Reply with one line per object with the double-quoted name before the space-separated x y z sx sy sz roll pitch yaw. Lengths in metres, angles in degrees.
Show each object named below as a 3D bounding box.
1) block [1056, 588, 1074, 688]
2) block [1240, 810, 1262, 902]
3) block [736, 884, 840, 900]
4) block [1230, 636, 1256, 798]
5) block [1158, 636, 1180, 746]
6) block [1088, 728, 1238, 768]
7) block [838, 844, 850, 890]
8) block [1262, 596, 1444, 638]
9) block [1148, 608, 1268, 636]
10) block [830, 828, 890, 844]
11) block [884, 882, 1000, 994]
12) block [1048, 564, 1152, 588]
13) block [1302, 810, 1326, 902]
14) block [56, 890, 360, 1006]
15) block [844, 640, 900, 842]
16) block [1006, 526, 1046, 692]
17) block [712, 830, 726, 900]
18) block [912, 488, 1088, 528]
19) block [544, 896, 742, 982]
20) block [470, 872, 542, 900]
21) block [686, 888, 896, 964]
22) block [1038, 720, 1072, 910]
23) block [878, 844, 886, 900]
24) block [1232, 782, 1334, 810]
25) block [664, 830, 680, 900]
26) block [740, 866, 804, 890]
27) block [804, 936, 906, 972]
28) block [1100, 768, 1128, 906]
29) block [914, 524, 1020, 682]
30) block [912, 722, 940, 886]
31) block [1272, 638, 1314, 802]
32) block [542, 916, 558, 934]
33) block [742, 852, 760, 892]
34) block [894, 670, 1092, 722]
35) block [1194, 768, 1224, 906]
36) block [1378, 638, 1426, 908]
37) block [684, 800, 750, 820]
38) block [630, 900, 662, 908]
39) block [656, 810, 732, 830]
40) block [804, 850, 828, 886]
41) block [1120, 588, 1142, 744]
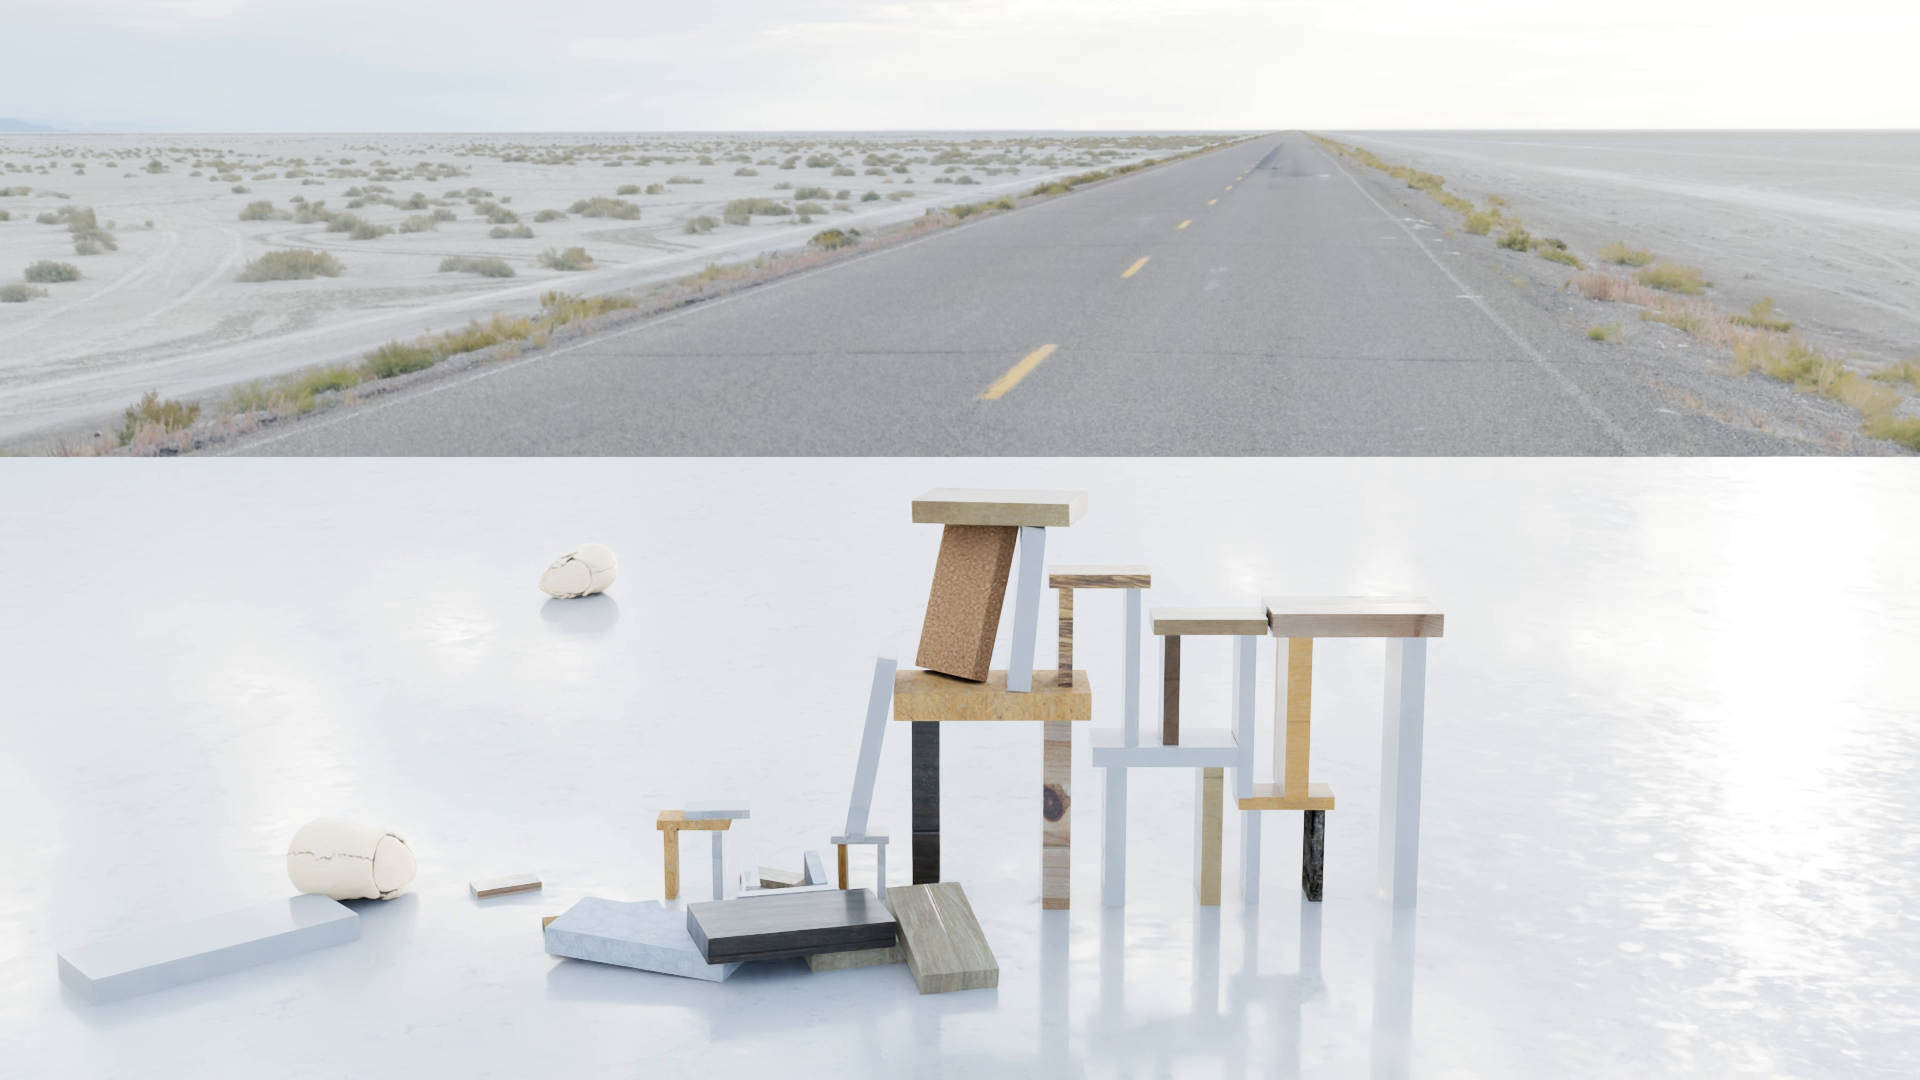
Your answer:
"block" 0.171 0.151 3.591 0.023 0.164 0.082 0 11 0
"block" 0.482 0.513 3.655 0.022 0.158 0.079 0 11 0
"block" -0.271 0.589 3.455 0.161 0.081 0.023 -2 11 -13
"block" 0.465 0.279 3.611 0.026 0.273 0.092 0 11 0
"block" 0.343 0.235 3.602 0.026 0.184 0.092 0 11 0
"block" 0.333 0.342 3.624 0.236 0.033 0.118 0 11 0
"block" -0.194 0.543 3.656 0.014 0.096 0.048 -1 11 1
"block" 0.637 0.125 3.585 0.274 0.039 0.137 0 11 0
"block" 0.404 0.132 3.583 0.184 0.026 0.092 0 11 0
"block" -0.165 0.490 3.642 0.096 0.014 0.048 0 11 0
"block" -0.030 0.603 3.350 0.118 0.034 0.237 -3 25 -15
"block" 0.225 0.059 3.574 0.164 0.023 0.082 0 11 0
"block" 0.587 0.513 3.655 0.022 0.157 0.079 0 11 0
"block" -1.149 0.623 3.377 0.415 0.041 0.145 -9 14 -40
"block" -0.144 0.330 3.614 0.034 0.311 0.118 11 10 -1
"block" 0.106 0.103 3.575 0.037 0.263 0.131 5 10 -1
"block" -0.400 0.531 3.659 0.017 0.119 0.059 0 11 0
"block" 0.066 -0.054 3.597 0.263 0.037 0.131 2 11 16
"block" -0.474 0.613 3.386 0.291 0.041 0.145 6 12 15
"block" -0.761 0.579 3.683 0.109 0.015 0.054 -5 12 -26
"block" -0.258 0.587 3.354 0.291 0.041 0.145 -2 12 -19
"block" 0.157 0.433 3.642 0.045 0.319 0.159 0 11 0
"block" -0.130 0.543 3.657 0.014 0.096 0.048 0 11 0
"block" 0.535 0.424 3.638 0.157 0.022 0.079 0 11 0
"block" -0.480 0.531 3.660 0.017 0.119 0.059 0 11 0
"block" -0.313 0.573 3.717 0.107 0.015 0.054 5 12 26
"block" -0.126 0.621 3.411 0.237 0.034 0.118 -3 11 -16
"block" 0.254 0.474 3.648 0.033 0.236 0.118 0 11 0
"block" 0.011 0.093 3.638 0.131 0.263 0.037 10 -3 43
"block" -0.055 0.433 3.642 0.045 0.319 0.159 0 11 0
"block" 0.546 0.278 3.614 0.039 0.274 0.137 0 11 0
"block" -0.626 0.619 3.472 0.054 0.015 0.109 -3 11 -17
"block" -0.338 0.570 3.554 0.023 0.081 0.161 -2 11 -8
"block" 0.052 0.254 3.609 0.319 0.045 0.159 0 11 0
"block" 0.412 0.474 3.648 0.033 0.236 0.118 0 11 0
"block" 0.728 0.367 3.630 0.039 0.453 0.137 0 11 0
"block" -0.402 0.448 3.649 0.107 0.015 0.054 -1 11 -4
"block" -0.536 0.603 3.556 0.107 0.015 0.054 -4 11 -20
"block" -0.440 0.465 3.647 0.119 0.017 0.059 0 11 0
"block" -0.234 0.568 3.568 0.023 0.081 0.161 -2 11 -9
"block" 0.280 0.198 3.599 0.023 0.258 0.082 0 11 0
